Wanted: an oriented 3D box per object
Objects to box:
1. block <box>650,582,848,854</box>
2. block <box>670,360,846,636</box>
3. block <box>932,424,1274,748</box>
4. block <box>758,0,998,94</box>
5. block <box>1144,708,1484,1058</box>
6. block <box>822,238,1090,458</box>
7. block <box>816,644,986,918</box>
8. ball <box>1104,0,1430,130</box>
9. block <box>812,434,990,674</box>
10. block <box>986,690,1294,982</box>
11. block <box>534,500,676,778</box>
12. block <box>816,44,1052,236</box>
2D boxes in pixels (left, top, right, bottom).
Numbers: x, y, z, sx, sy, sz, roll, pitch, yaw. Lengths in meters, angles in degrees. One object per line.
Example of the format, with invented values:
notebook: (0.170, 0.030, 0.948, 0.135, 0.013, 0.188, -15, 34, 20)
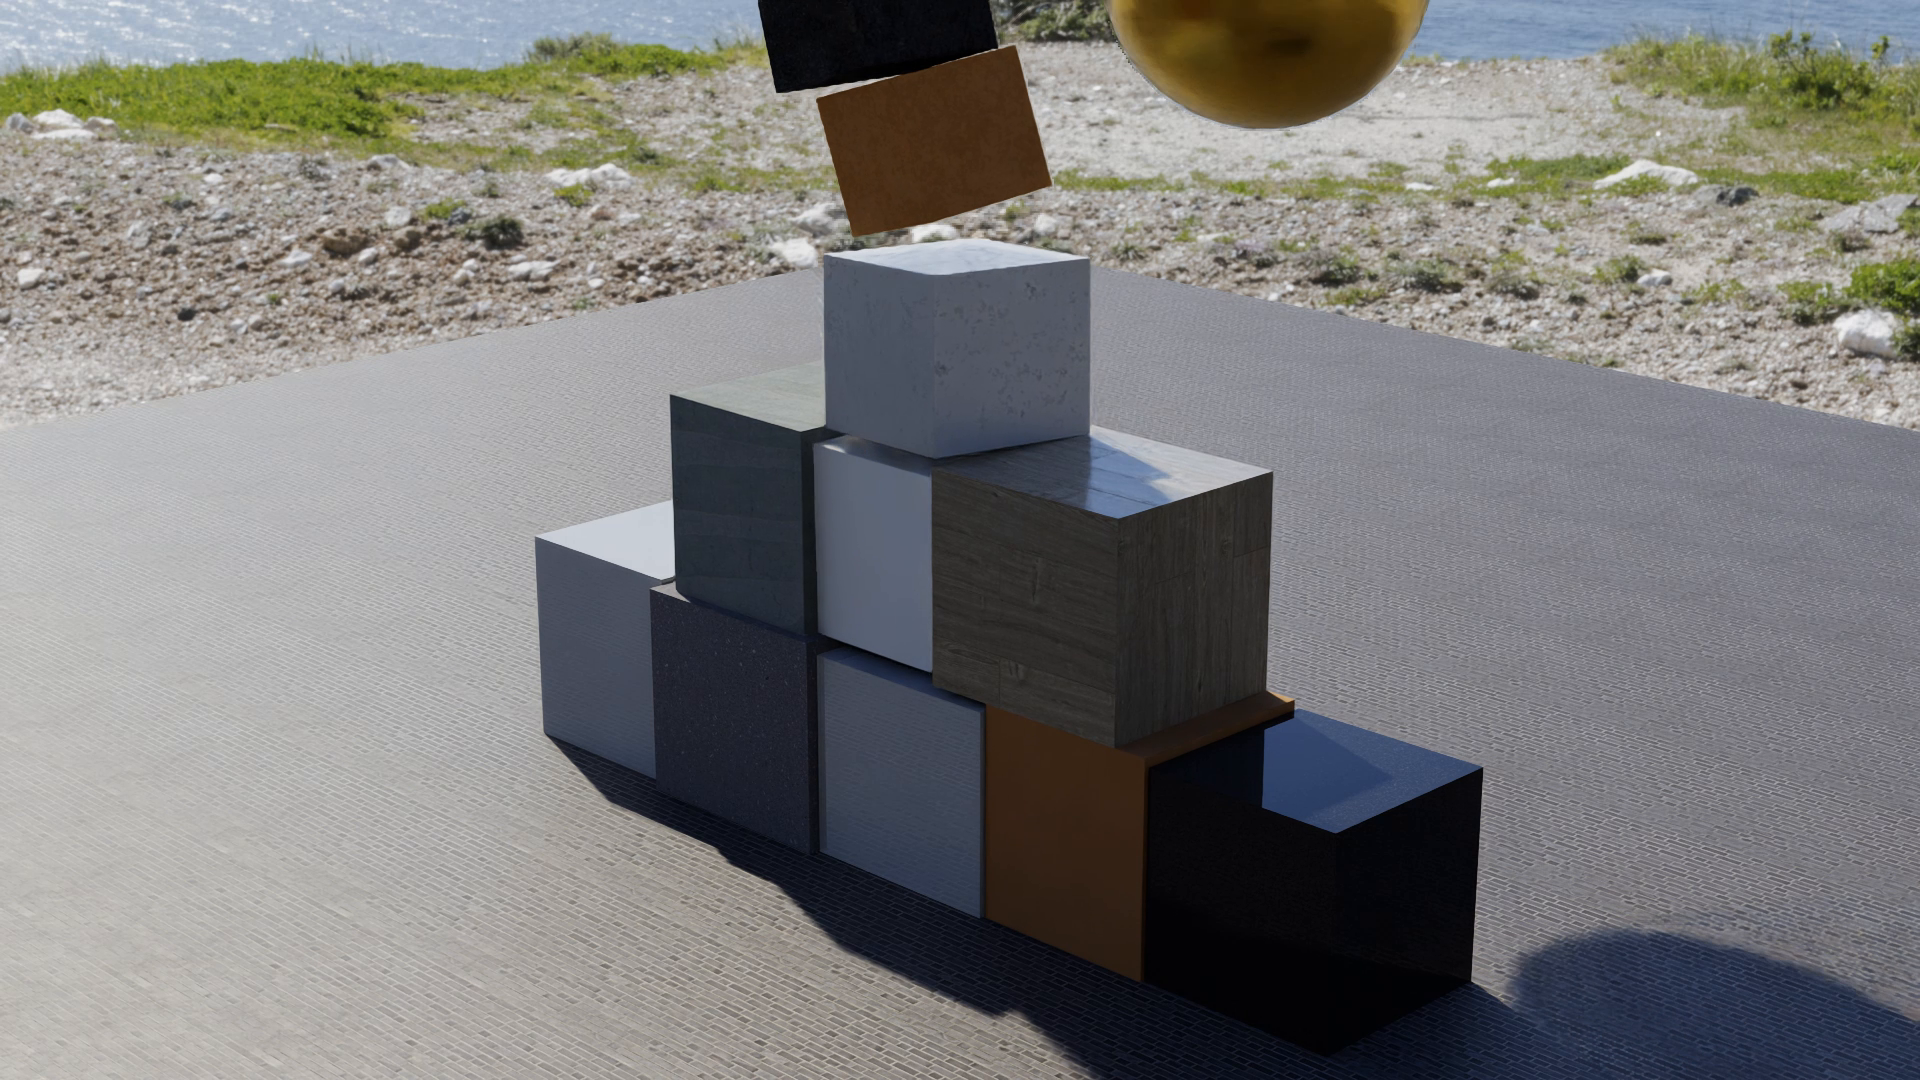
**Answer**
block: (-0.691, 0.727, 14.294, 1.153, 1.041, 1.124, -17, 24, -42)
block: (-0.668, -0.230, 13.977, 1.040, 0.976, 0.936, -16, 24, -42)
block: (0.611, 0.172, 12.745, 0.992, 1.001, 1.080, -17, 24, -42)
block: (-0.391, -2.408, 12.838, 0.734, 0.713, 0.679, -16, 7, -37)
block: (1.473, 1.403, 12.259, 0.983, 0.972, 0.971, -17, 24, -42)
block: (-0.016, -0.875, 13.086, 0.857, 0.791, 0.836, -10, 17, -35)
block: (0.091, 0.990, 13.569, 1.062, 0.975, 1.051, -17, 24, -42)
ball: (1.467, -2.768, 14.009, 1.600, 1.600, 1.600, 0, 17, 0)
block: (-0.080, -0.011, 13.374, 0.849, 0.905, 0.788, -17, 24, -41)
block: (0.785, 1.184, 12.884, 0.982, 1.015, 0.918, -17, 24, -42)
block: (-1.445, 0.487, 15.021, 1.005, 1.064, 1.006, -17, 24, -42)
block: (-0.116, -1.751, 12.893, 0.671, 0.631, 0.631, -21, 11, -31)
